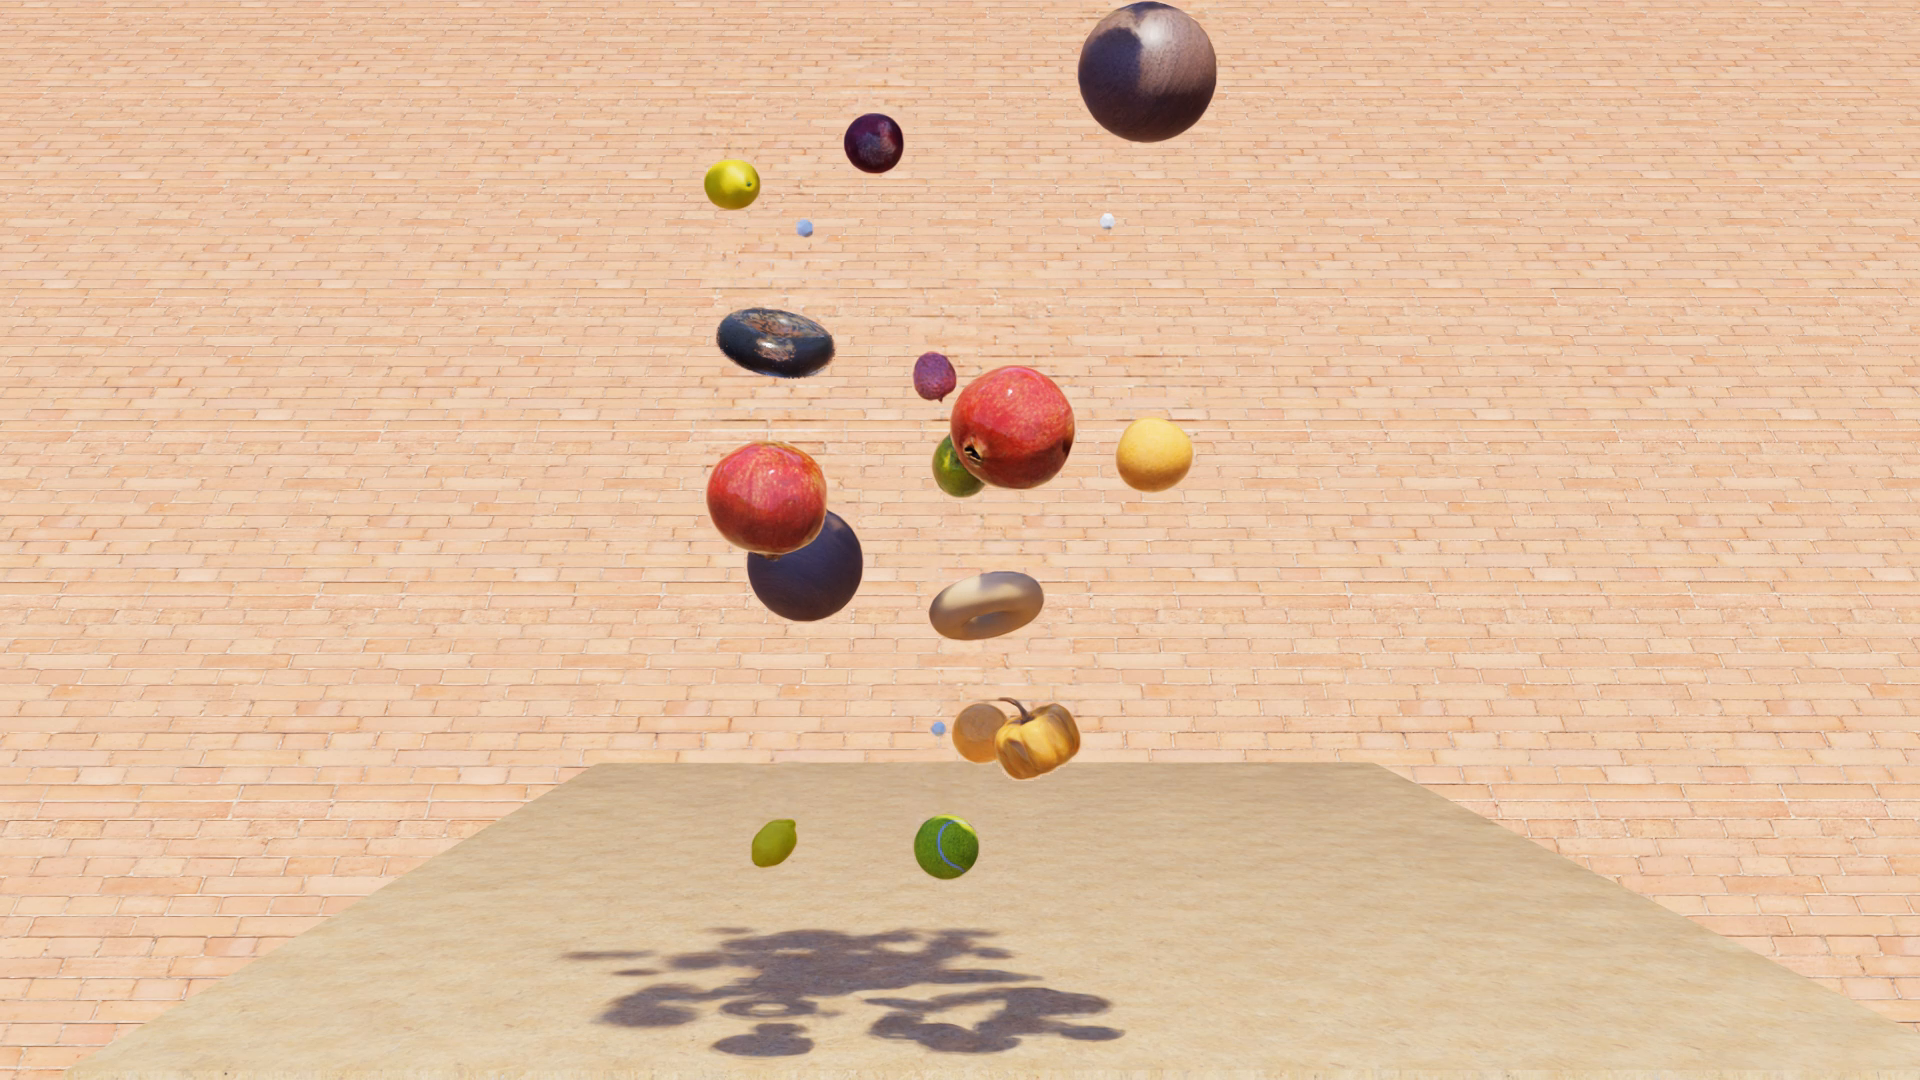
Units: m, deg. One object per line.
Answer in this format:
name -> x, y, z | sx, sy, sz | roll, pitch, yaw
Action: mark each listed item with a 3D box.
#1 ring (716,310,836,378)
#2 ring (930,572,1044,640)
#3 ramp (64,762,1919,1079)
ring -> -0.181, -0.194, 2.551 | 0.119, 0.040, 0.119 | 10, 23, -4
ring -> 0.030, 0.076, 2.961 | 0.134, 0.134, 0.045 | -8, 69, -13
ramp -> 0.069, 0.612, 4.684 | 2.000, 0.100, 4.000 | 0, 0, 0
